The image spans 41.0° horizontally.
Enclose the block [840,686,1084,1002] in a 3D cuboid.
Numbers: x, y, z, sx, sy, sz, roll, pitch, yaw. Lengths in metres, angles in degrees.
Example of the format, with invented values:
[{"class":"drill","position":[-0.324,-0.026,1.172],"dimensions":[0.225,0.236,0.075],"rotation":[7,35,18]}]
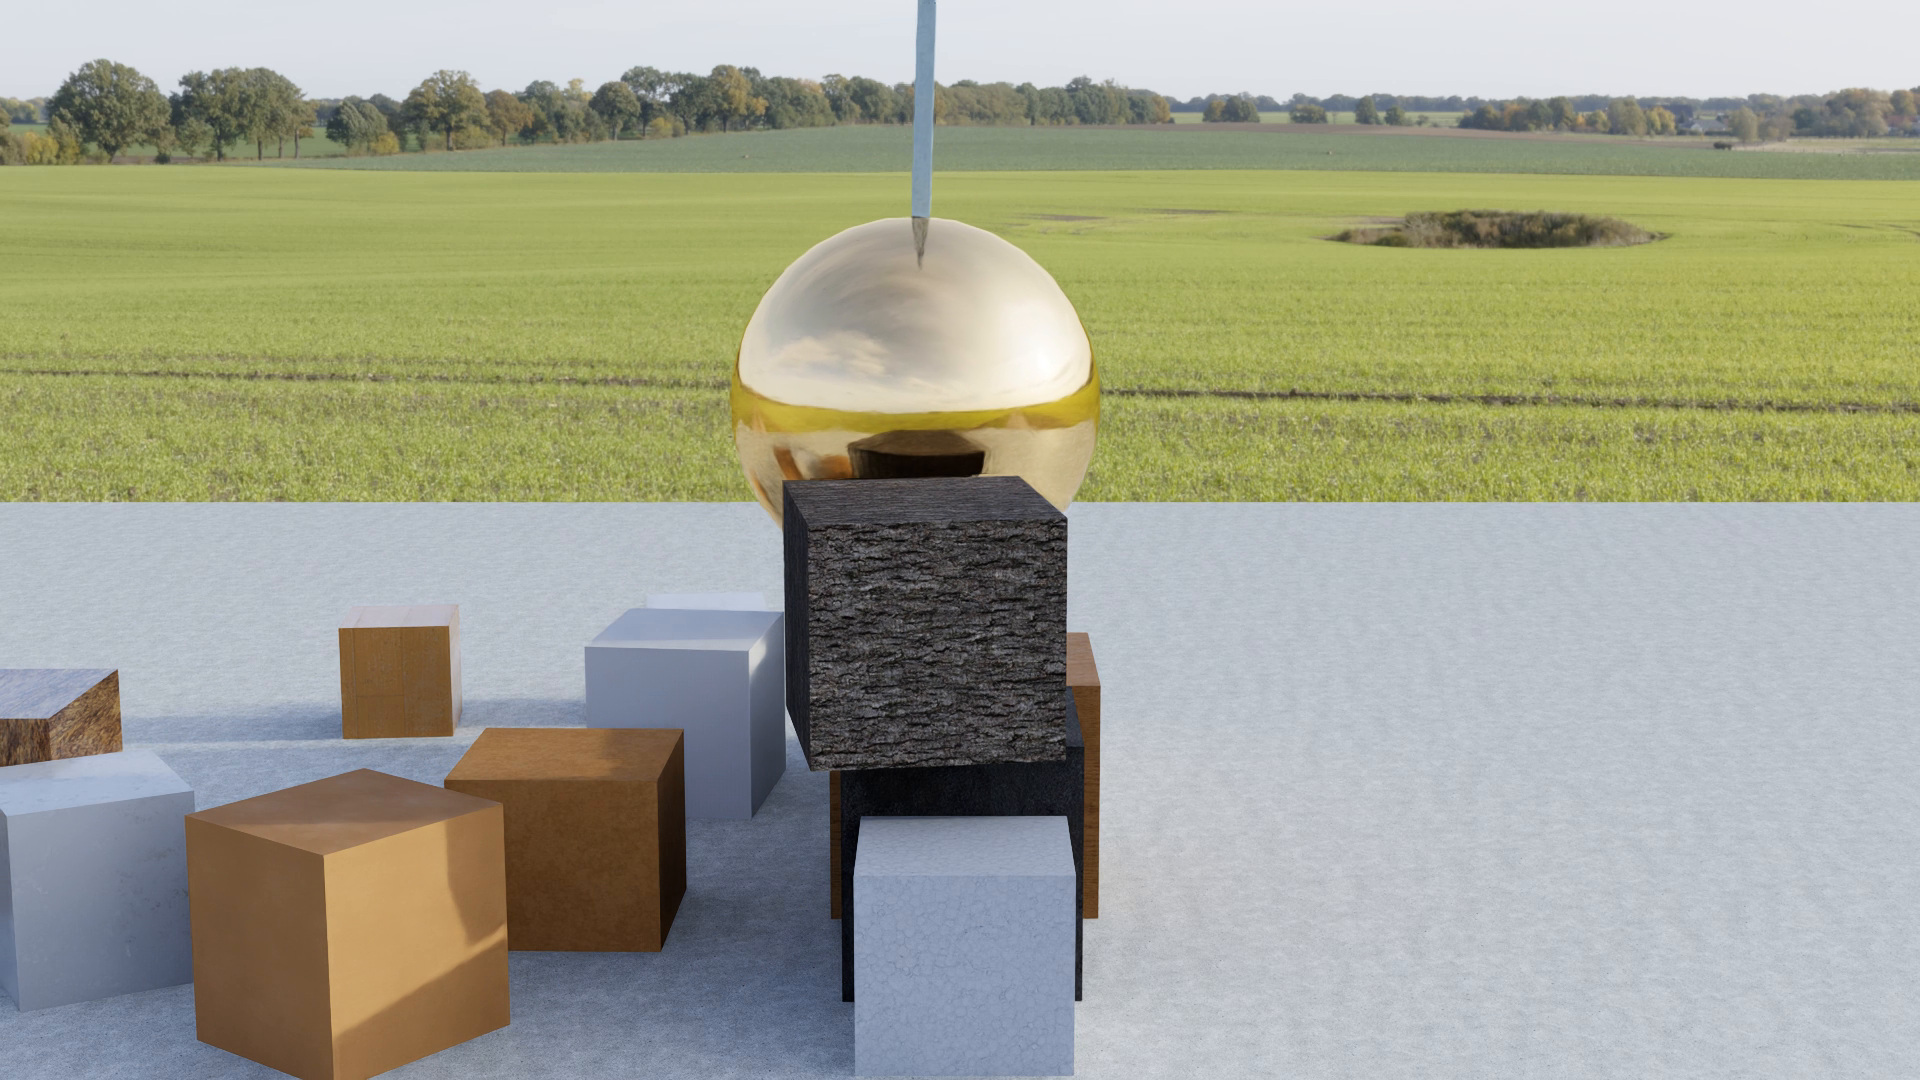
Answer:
[{"class":"block","position":[0.005,1.187,10.220],"dimensions":[0.920,1.007,0.968],"rotation":[0,10,0]}]

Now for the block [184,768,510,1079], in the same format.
[{"class":"block","position":[-2.245,1.405,9.444],"dimensions":[0.791,0.857,0.817],"rotation":[8,13,37]}]

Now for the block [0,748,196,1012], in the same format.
[{"class":"block","position":[-3.446,1.323,10.131],"dimensions":[0.692,0.772,0.735],"rotation":[-6,12,-30]}]

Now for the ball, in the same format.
[{"class":"ball","position":[-0.193,-0.593,11.073],"dimensions":[1.600,1.600,1.600],"rotation":[0,10,0]}]

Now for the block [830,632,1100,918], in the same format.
[{"class":"block","position":[0.018,1.007,11.215],"dimensions":[1.126,1.007,1.033],"rotation":[0,10,0]}]

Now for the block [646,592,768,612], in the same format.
[{"class":"block","position":[-1.406,0.652,14.269],"dimensions":[0.646,0.612,0.570],"rotation":[-1,10,-8]}]

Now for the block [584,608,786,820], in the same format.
[{"class":"block","position":[-1.336,0.839,12.648],"dimensions":[0.794,0.824,0.904],"rotation":[1,10,7]}]

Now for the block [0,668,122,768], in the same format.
[{"class":"block","position":[-4.161,1.094,11.031],"dimensions":[0.849,0.900,0.896],"rotation":[0,10,0]}]

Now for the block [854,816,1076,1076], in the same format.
[{"class":"block","position":[0.015,1.472,9.399],"dimensions":[0.777,0.740,0.731],"rotation":[0,10,0]}]

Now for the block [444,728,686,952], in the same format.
[{"class":"block","position":[-1.630,1.240,10.742],"dimensions":[0.857,0.716,0.829],"rotation":[0,10,1]}]

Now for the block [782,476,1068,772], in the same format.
[{"class":"block","position":[-0.154,0.292,9.787],"dimensions":[0.945,0.908,0.987],"rotation":[-2,11,-9]}]

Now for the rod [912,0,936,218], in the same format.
[{"class":"rod","position":[-0.084,-3.936,10.465],"dimensions":[0.080,5.200,0.080],"rotation":[2,10,0]}]

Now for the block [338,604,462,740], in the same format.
[{"class":"block","position":[-3.036,0.710,13.961],"dimensions":[0.579,0.607,0.566],"rotation":[-1,10,-6]}]
